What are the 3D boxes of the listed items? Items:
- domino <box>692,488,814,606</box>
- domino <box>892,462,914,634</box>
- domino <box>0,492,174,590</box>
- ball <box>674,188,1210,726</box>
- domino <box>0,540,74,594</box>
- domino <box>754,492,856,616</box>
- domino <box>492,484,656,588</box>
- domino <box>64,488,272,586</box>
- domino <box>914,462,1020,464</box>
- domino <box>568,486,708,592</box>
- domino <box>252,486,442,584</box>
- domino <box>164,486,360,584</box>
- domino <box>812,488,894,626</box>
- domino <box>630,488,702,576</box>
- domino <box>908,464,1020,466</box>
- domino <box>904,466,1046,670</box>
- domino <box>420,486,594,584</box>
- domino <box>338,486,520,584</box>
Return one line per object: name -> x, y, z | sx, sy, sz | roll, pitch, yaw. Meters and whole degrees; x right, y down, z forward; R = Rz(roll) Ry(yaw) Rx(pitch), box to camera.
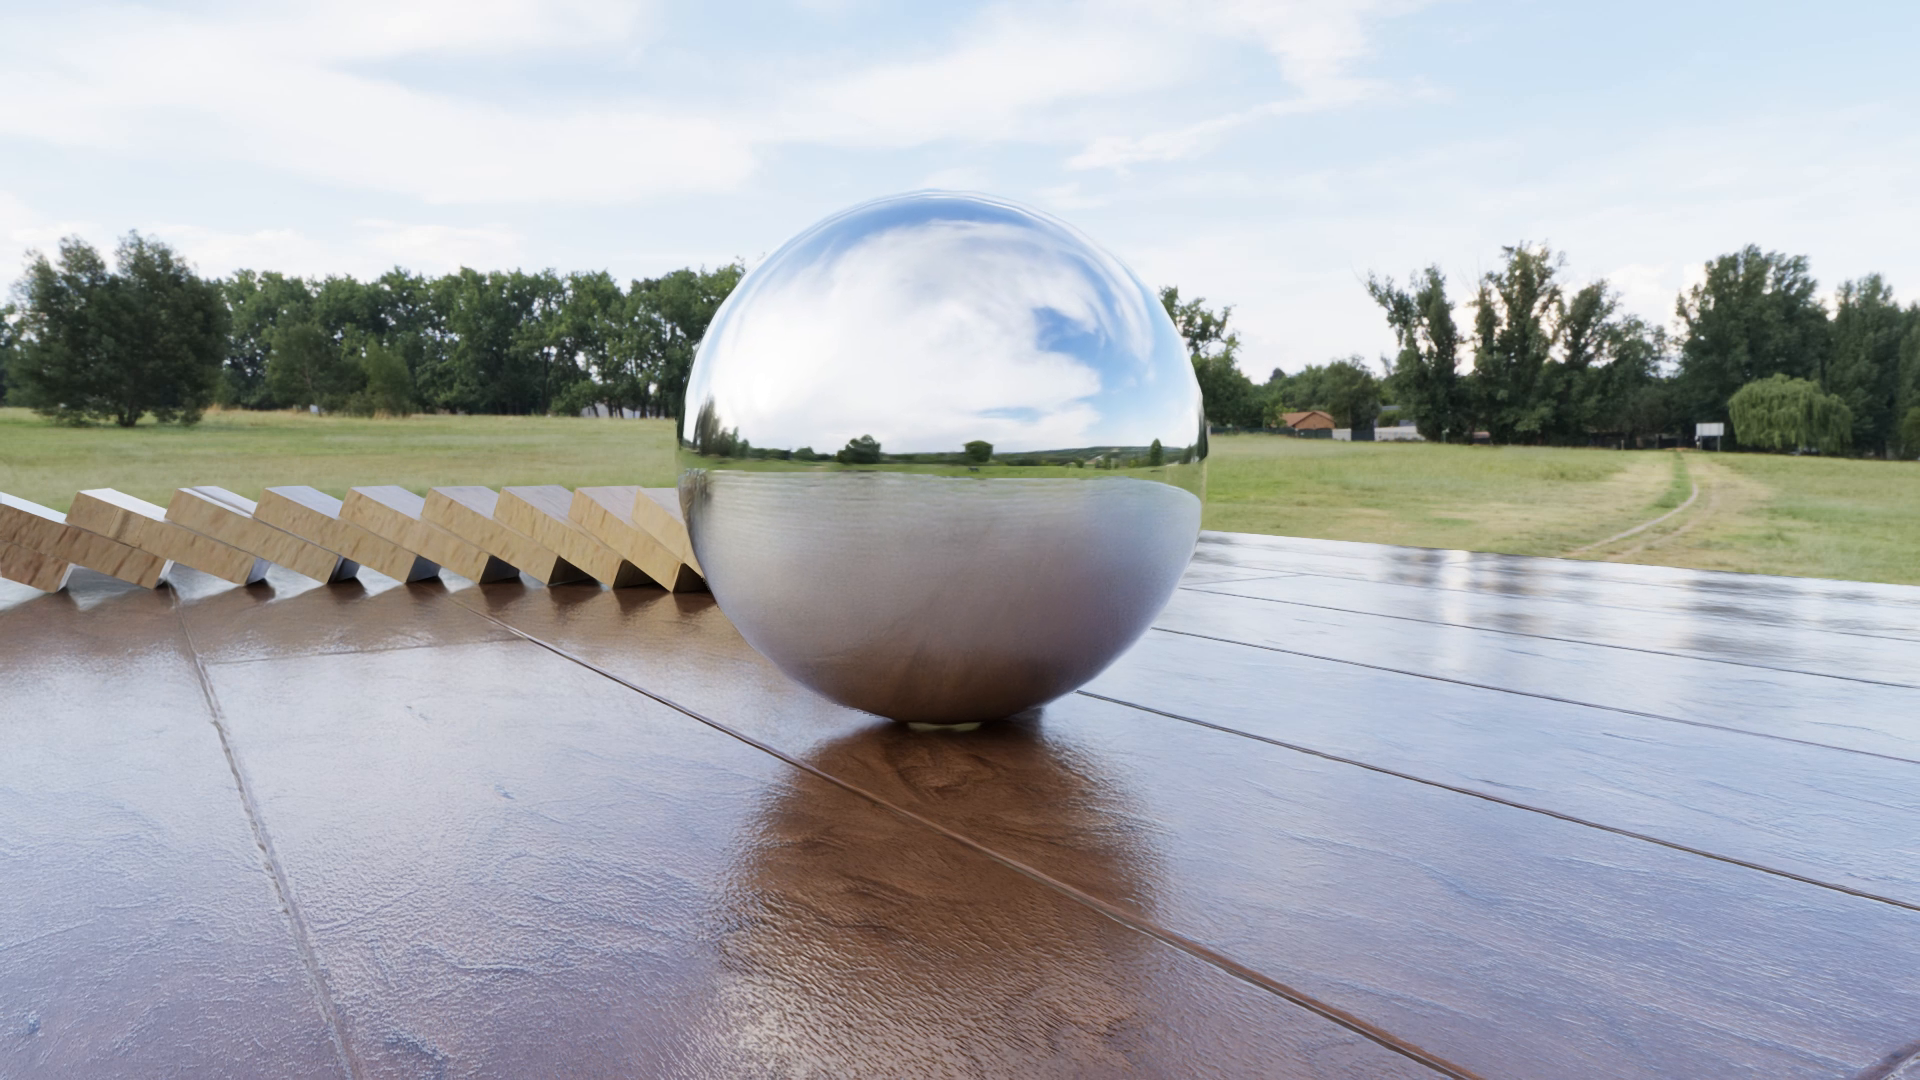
domino -> -0.052, 0.001, 0.360 | 0.025, 0.010, 0.050 | -4, 30, -41
domino -> -0.003, 0.001, 0.304 | 0.025, 0.010, 0.050 | 0, 42, -4
domino -> -0.260, 0.000, 0.376 | 0.050, 0.009, 0.025 | 24, -6, -24
ball -> -0.003, -0.012, 0.195 | 0.080, 0.080, 0.080 | 0, 4, 0
domino -> -0.281, 0.001, 0.363 | 0.050, 0.010, 0.025 | 25, -9, -28
domino -> -0.034, 0.002, 0.342 | 0.025, 0.010, 0.050 | -3, 29, -31
domino -> -0.116, -0.002, 0.397 | 0.050, 0.009, 0.025 | 28, 15, 20
domino -> -0.238, -0.001, 0.389 | 0.050, 0.009, 0.025 | 24, -2, -16
domino -> 0.002, 0.002, 0.289 | 0.025, 0.009, 0.050 | 0, 42, -3
domino -> -0.092, -0.001, 0.388 | 0.050, 0.009, 0.025 | 31, 20, 29
domino -> -0.190, -0.002, 0.402 | 0.050, 0.009, 0.025 | 24, 4, -2
domino -> -0.214, -0.002, 0.398 | 0.050, 0.009, 0.025 | 24, 1, -8
domino -> -0.019, 0.003, 0.323 | 0.025, 0.009, 0.050 | -2, 31, -22
domino -> -0.071, 0.000, 0.375 | 0.050, 0.010, 0.025 | 34, 25, 35
domino -> 0.002, 0.003, 0.273 | 0.025, 0.009, 0.050 | 0, 42, -4
domino -> 0.002, 0.004, 0.257 | 0.025, 0.009, 0.050 | 0, 41, -4
domino -> -0.140, -0.002, 0.403 | 0.050, 0.009, 0.025 | 26, 11, 15
domino -> -0.165, -0.002, 0.404 | 0.050, 0.009, 0.025 | 25, 7, 6
